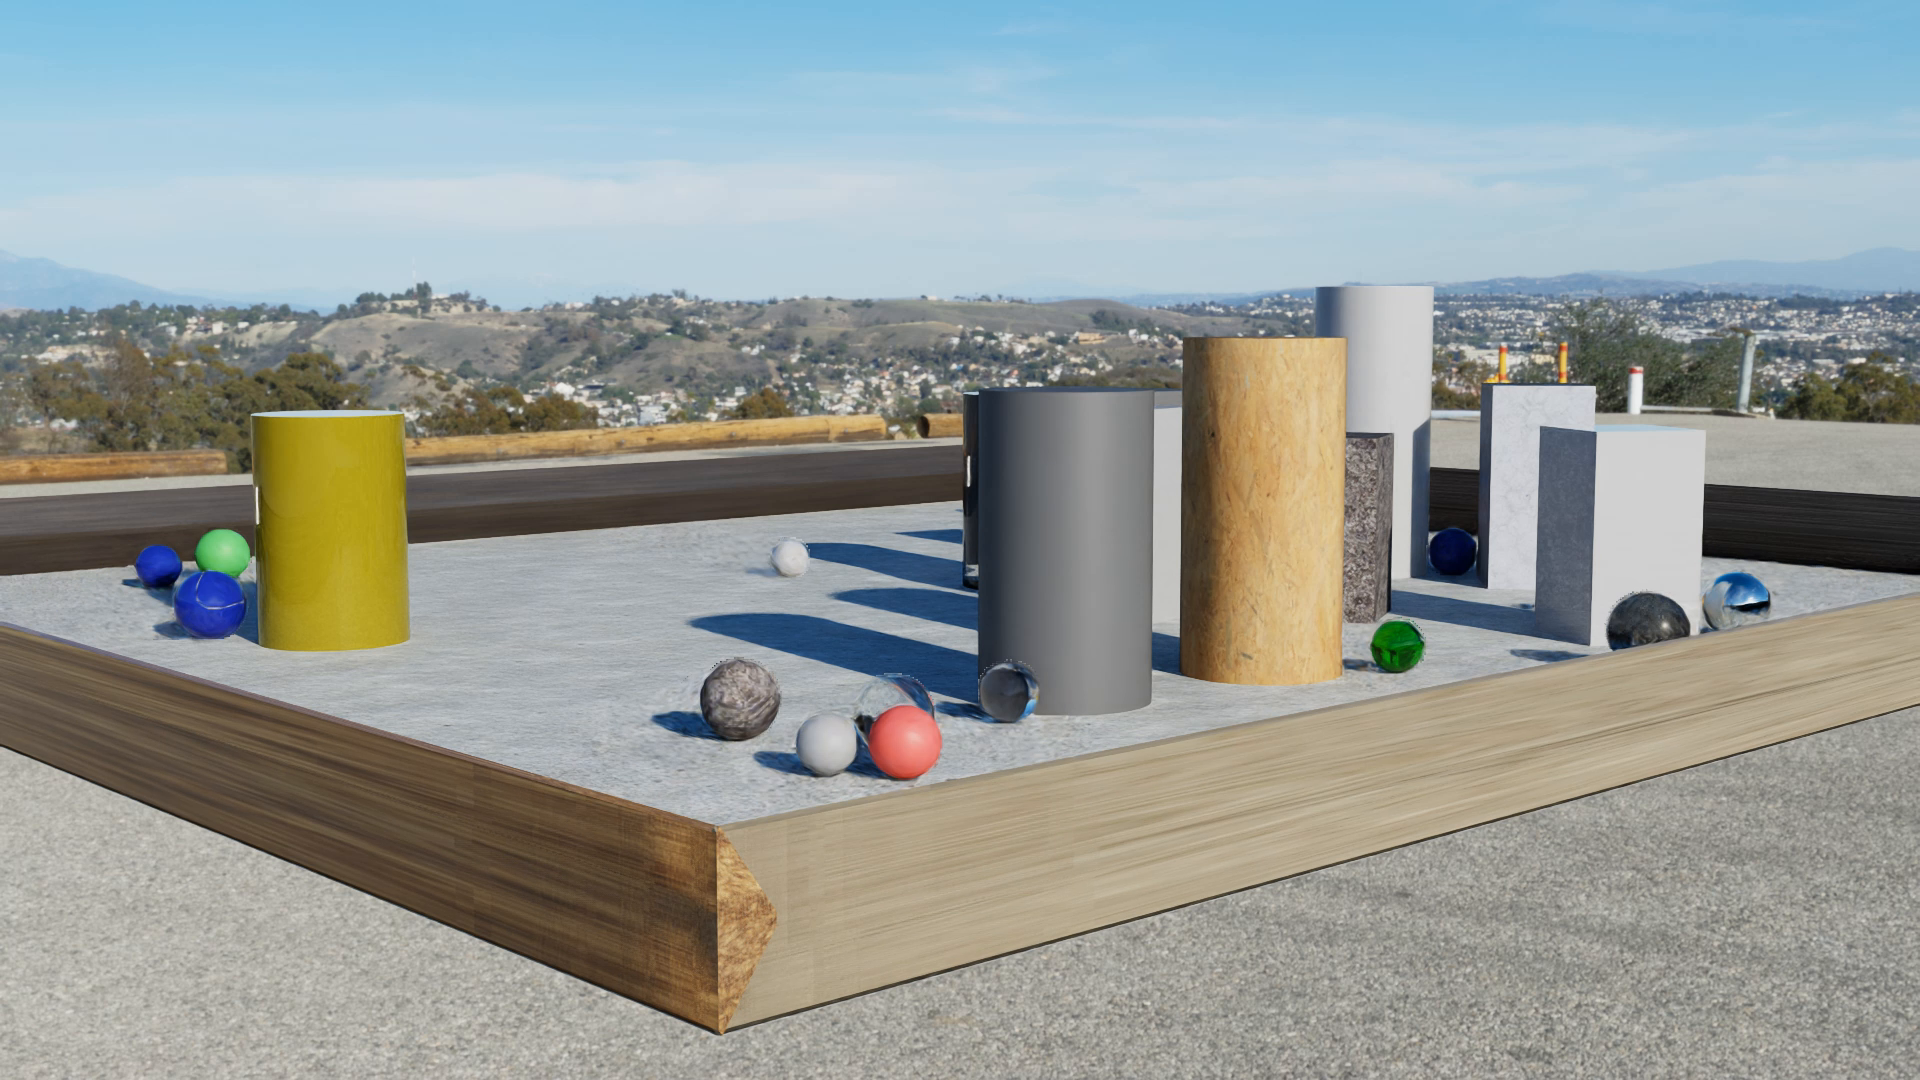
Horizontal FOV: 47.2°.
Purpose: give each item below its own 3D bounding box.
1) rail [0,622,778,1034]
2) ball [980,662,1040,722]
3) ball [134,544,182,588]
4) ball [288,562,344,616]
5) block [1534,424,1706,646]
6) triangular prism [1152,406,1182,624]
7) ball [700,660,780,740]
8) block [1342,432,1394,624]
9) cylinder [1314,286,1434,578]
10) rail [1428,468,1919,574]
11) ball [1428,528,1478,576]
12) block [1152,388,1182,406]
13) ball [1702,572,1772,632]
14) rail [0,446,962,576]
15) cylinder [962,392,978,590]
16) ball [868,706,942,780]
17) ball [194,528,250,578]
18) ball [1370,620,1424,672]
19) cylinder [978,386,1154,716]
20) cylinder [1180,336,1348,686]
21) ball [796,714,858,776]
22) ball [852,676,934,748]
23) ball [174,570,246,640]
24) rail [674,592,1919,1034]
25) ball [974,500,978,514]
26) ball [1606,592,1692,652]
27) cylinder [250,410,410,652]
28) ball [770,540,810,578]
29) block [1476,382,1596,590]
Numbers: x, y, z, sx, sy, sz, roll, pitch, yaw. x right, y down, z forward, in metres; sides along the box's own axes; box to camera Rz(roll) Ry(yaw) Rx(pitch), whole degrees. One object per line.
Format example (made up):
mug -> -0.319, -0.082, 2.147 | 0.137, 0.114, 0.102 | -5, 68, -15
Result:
rail -> -1.057, 0.135, 2.361 | 0.045, 0.129, 2.732 | -5, 8, -42
ball -> 0.054, 0.165, 2.385 | 0.065, 0.065, 0.065 | 0, 6, 0
ball -> -1.290, 0.043, 3.538 | 0.071, 0.071, 0.071 | 0, 6, 0
ball -> -0.943, 0.072, 3.221 | 0.079, 0.079, 0.079 | 0, 6, 0
block -> 0.900, -0.010, 3.009 | 0.159, 0.286, 0.159 | -1, 6, -12
triangular prism -> 0.250, -0.042, 3.219 | 0.149, 0.306, 0.172 | 4, 7, 36
ball -> -0.229, 0.167, 2.289 | 0.083, 0.083, 0.083 | 0, 6, 0
block -> 0.542, -0.022, 3.225 | 0.159, 0.265, 0.159 | 2, 6, 20
cylinder -> 0.699, -0.186, 3.738 | 0.199, 0.485, 0.199 | 0, 6, 0
rail -> 1.057, -0.067, 4.302 | 0.045, 0.129, 2.732 | -5, 8, -42
ball -> 0.831, 0.020, 3.706 | 0.081, 0.081, 0.081 | 0, 6, 0
block -> 0.325, -0.108, 3.844 | 0.159, 0.308, 0.159 | -4, 7, -33
ball -> 1.060, 0.089, 3.003 | 0.090, 0.090, 0.090 | 0, 6, 0
rail -> -0.910, -0.069, 4.313 | 2.925, 0.129, 0.045 | -5, 8, -42
cylinder -> 0.104, -0.082, 3.571 | 0.199, 0.312, 0.199 | 0, 6, 0
ball -> -0.052, 0.193, 2.098 | 0.070, 0.070, 0.070 | 0, 6, 0
ball -> -1.218, 0.024, 3.632 | 0.087, 0.087, 0.087 | 0, 6, 0
ball -> 0.540, 0.131, 2.713 | 0.065, 0.065, 0.065 | 0, 6, 0
cylinder -> 0.120, 0.006, 2.507 | 0.199, 0.356, 0.199 | 0, 6, 0
cylinder -> 0.371, -0.042, 2.700 | 0.199, 0.412, 0.199 | 0, 6, 0
ball -> -0.128, 0.196, 2.114 | 0.060, 0.060, 0.060 | 0, 6, 0
ball -> -0.066, 0.177, 2.200 | 0.082, 0.082, 0.082 | 0, 6, 0
ball -> -1.019, 0.088, 2.987 | 0.095, 0.095, 0.095 | 0, 6, 0
rail -> 0.910, 0.136, 2.351 | 2.925, 0.129, 0.045 | -5, 8, -42
ball -> 0.054, -0.071, 4.764 | 0.043, 0.043, 0.043 | 0, 6, 0
ball -> 0.850, 0.114, 2.714 | 0.100, 0.100, 0.100 | 0, 6, 0
cylinder -> -0.848, -0.017, 2.967 | 0.199, 0.307, 0.199 | 0, 6, 0
ball -> -0.284, 0.031, 3.679 | 0.064, 0.064, 0.064 | 0, 6, 0
block -> 0.937, -0.091, 3.587 | 0.159, 0.326, 0.159 | 1, 6, 7
